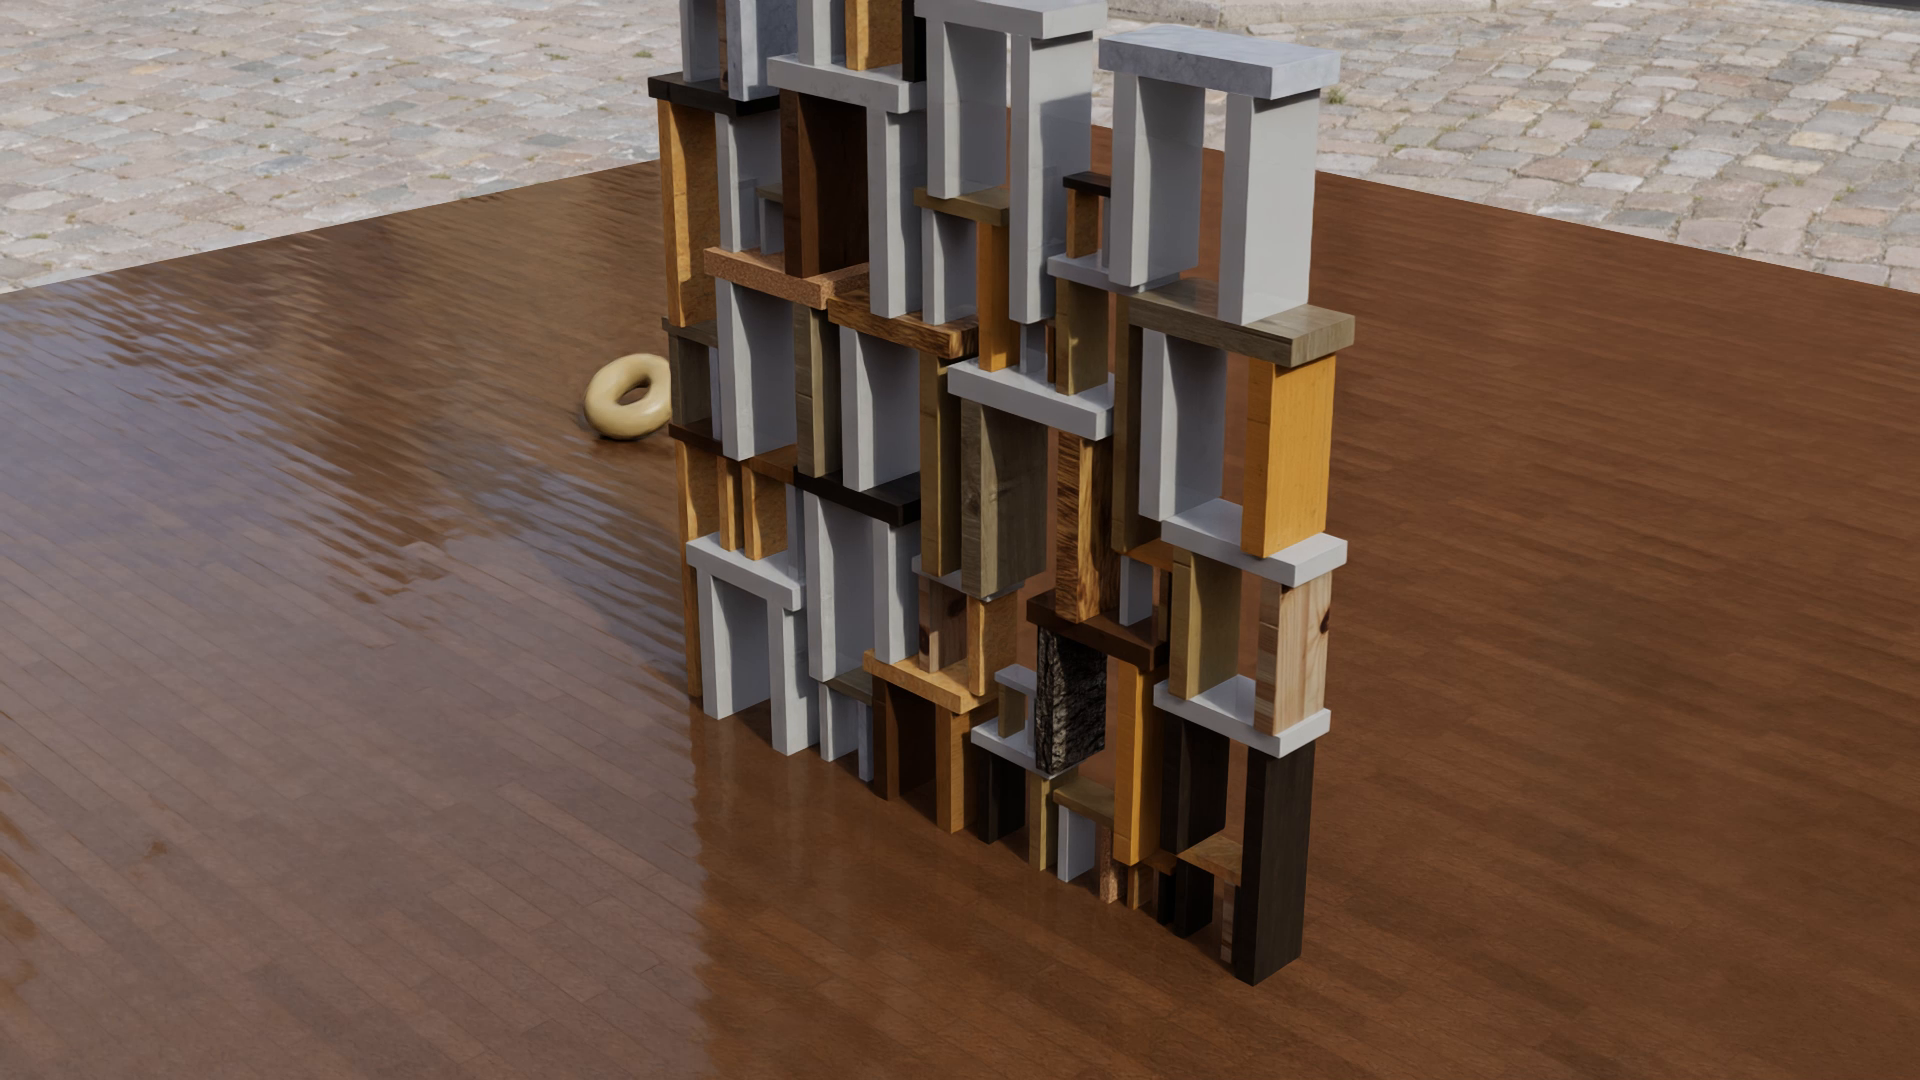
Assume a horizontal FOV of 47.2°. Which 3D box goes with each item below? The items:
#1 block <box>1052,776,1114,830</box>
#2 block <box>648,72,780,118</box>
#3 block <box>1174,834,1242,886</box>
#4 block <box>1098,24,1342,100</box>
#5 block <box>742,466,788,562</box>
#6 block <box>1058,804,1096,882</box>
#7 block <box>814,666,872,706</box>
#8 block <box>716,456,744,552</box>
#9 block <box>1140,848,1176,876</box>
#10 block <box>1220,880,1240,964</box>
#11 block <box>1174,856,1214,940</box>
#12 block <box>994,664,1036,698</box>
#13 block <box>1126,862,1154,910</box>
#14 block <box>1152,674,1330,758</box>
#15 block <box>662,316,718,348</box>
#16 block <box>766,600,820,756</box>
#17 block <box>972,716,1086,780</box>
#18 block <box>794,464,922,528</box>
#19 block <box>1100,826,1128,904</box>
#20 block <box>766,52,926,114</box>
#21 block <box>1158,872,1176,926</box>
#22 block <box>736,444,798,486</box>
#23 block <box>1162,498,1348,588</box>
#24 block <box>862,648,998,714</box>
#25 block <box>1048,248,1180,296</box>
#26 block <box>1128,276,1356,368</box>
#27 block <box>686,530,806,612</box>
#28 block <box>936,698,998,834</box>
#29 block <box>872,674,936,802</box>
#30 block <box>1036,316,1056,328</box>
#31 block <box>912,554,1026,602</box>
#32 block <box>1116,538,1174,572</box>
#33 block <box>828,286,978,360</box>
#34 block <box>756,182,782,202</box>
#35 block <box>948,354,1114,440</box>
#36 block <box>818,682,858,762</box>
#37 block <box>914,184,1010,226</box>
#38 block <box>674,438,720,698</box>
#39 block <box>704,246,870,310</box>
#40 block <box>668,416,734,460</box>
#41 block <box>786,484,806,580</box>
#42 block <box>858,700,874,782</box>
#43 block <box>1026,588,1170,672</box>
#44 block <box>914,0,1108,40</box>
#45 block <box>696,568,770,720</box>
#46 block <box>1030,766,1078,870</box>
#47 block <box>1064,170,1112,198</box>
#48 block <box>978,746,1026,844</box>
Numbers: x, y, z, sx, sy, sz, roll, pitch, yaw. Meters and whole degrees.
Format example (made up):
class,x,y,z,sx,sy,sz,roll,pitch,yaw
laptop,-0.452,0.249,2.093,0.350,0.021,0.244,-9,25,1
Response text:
class,x,y,z,sx,sy,sz,roll,pitch,yaw
block,0.263,0.497,4.145,0.162,0.023,0.081,21,31,41
block,-0.481,-0.891,4.373,0.275,0.039,0.138,21,31,41
block,0.470,0.570,3.963,0.083,0.023,0.166,-21,31,-41
block,0.405,-0.754,3.458,0.346,0.049,0.173,21,31,40
block,-0.407,-0.070,4.637,0.030,0.209,0.104,21,31,41
block,0.224,0.567,4.217,0.023,0.162,0.081,21,31,41
block,-0.212,0.292,4.576,0.181,0.026,0.090,21,31,41
block,-0.462,-0.091,4.683,0.030,0.212,0.106,21,31,41
block,0.365,0.585,4.077,0.056,0.016,0.112,-21,31,-41
block,0.509,0.672,3.964,0.023,0.166,0.083,21,31,41
block,0.431,0.642,4.036,0.023,0.166,0.083,21,31,41
block,0.128,0.270,4.195,0.058,0.016,0.116,-21,32,-41
block,0.339,0.633,4.126,0.016,0.112,0.056,21,31,41
block,0.488,0.292,3.825,0.140,0.040,0.279,-21,31,-40
block,-0.522,-0.443,4.609,0.203,0.029,0.101,21,31,41
block,-0.322,0.268,4.682,0.049,0.349,0.175,21,31,41
block,0.132,0.396,4.254,0.104,0.030,0.209,-21,31,-41
block,-0.173,-0.107,4.366,0.305,0.043,0.153,21,31,41
block,0.301,0.597,4.146,0.023,0.162,0.081,21,31,41
block,-0.171,-0.850,4.049,0.179,0.051,0.358,-21,31,-40
block,0.392,0.654,4.077,0.056,0.112,0.016,-21,31,-41
block,-0.358,-0.160,4.544,0.104,0.030,0.209,-21,31,-40
block,0.491,0.001,3.686,0.141,0.040,0.282,-21,31,-40
block,-0.048,0.263,4.382,0.277,0.039,0.139,21,31,41
block,0.260,-0.456,3.739,0.104,0.029,0.208,-22,31,-40
block,0.455,-0.357,3.571,0.332,0.047,0.166,21,31,41
block,-0.405,0.052,4.680,0.349,0.049,0.175,21,31,41
block,0.017,0.434,4.384,0.039,0.277,0.139,21,31,41
block,-0.114,0.383,4.504,0.039,0.277,0.139,21,31,41
block,0.149,-0.397,3.885,0.104,0.015,0.052,20,30,38
block,0.015,0.061,4.241,0.103,0.029,0.206,-21,31,-41
block,0.346,0.021,3.862,0.068,0.019,0.135,-22,31,-40
block,-0.077,-0.416,4.137,0.165,0.047,0.329,-21,31,-40
block,-0.342,-0.677,4.310,0.057,0.016,0.114,-20,30,-39
block,0.168,-0.267,3.930,0.358,0.051,0.179,21,31,40
block,-0.255,0.371,4.656,0.026,0.181,0.090,21,31,41
block,0.032,-0.604,3.924,0.108,0.031,0.217,-21,31,-40
block,-0.563,0.053,4.853,0.030,0.611,0.106,21,31,41
block,-0.326,-0.534,4.349,0.176,0.050,0.353,-21,31,-41
block,-0.512,-0.222,4.681,0.212,0.030,0.106,21,31,41
block,-0.308,-0.031,4.546,0.104,0.209,0.030,-21,31,-41
block,-0.170,0.404,4.577,0.026,0.181,0.090,21,31,41
block,0.279,0.149,3.985,0.148,0.042,0.297,-21,31,-40
block,0.084,-0.904,3.742,0.155,0.044,0.310,-21,31,-39
block,-0.487,0.204,4.833,0.049,0.349,0.175,21,31,41
block,0.181,0.525,4.255,0.030,0.209,0.104,21,31,41
block,0.239,-0.599,3.707,0.121,0.017,0.060,21,31,40
block,0.083,0.487,4.346,0.030,0.209,0.104,21,31,41
